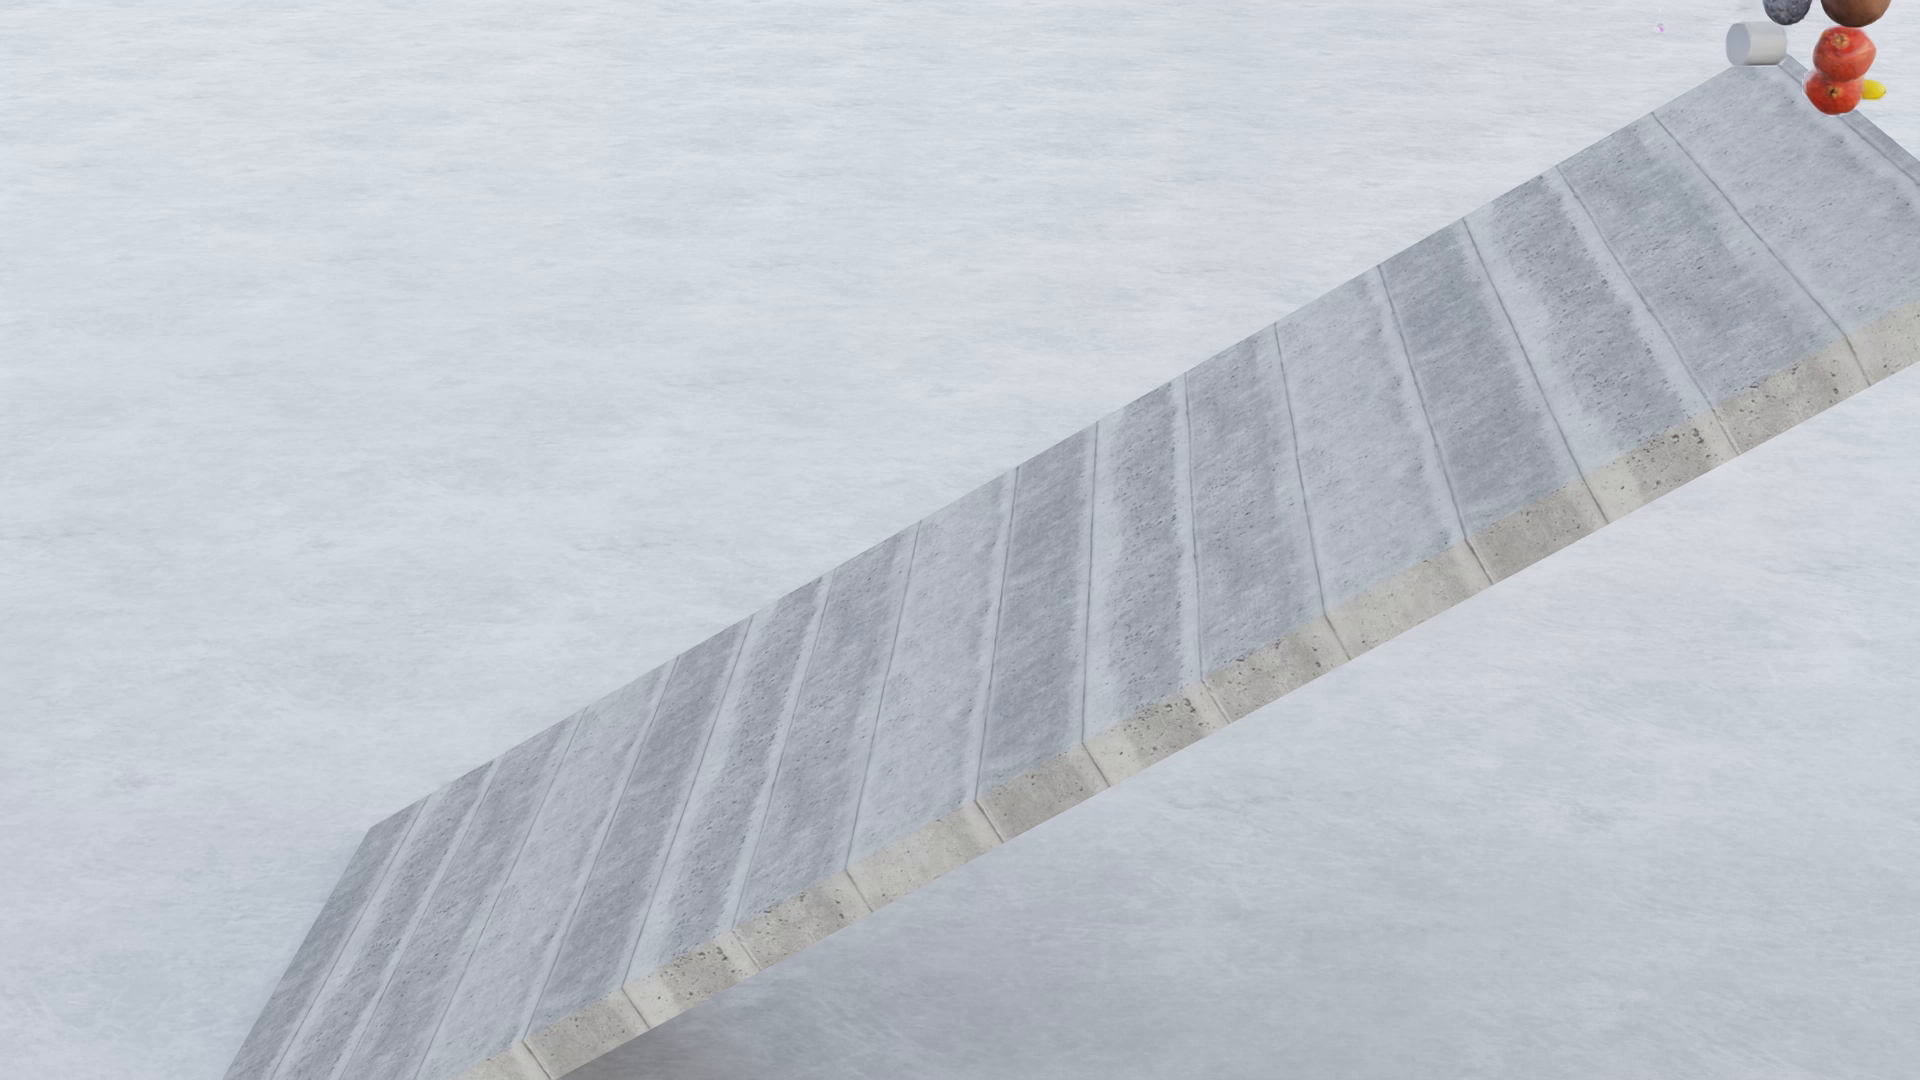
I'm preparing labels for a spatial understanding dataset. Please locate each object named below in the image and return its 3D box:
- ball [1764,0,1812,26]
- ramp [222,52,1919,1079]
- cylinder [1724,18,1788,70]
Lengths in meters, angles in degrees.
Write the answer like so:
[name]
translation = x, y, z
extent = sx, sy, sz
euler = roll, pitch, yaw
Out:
[ball]
translation = 1.548, -1.007, 5.505
extent = 0.087, 0.087, 0.087
euler = 0, 19, 0
[ramp]
translation = 0.142, 0.168, 6.287
extent = 4.000, 0.100, 2.000
euler = -29, 15, 12
[cylinder]
translation = 1.519, -0.947, 5.611
extent = 0.082, 0.082, 0.082
euler = -20, 25, -20
